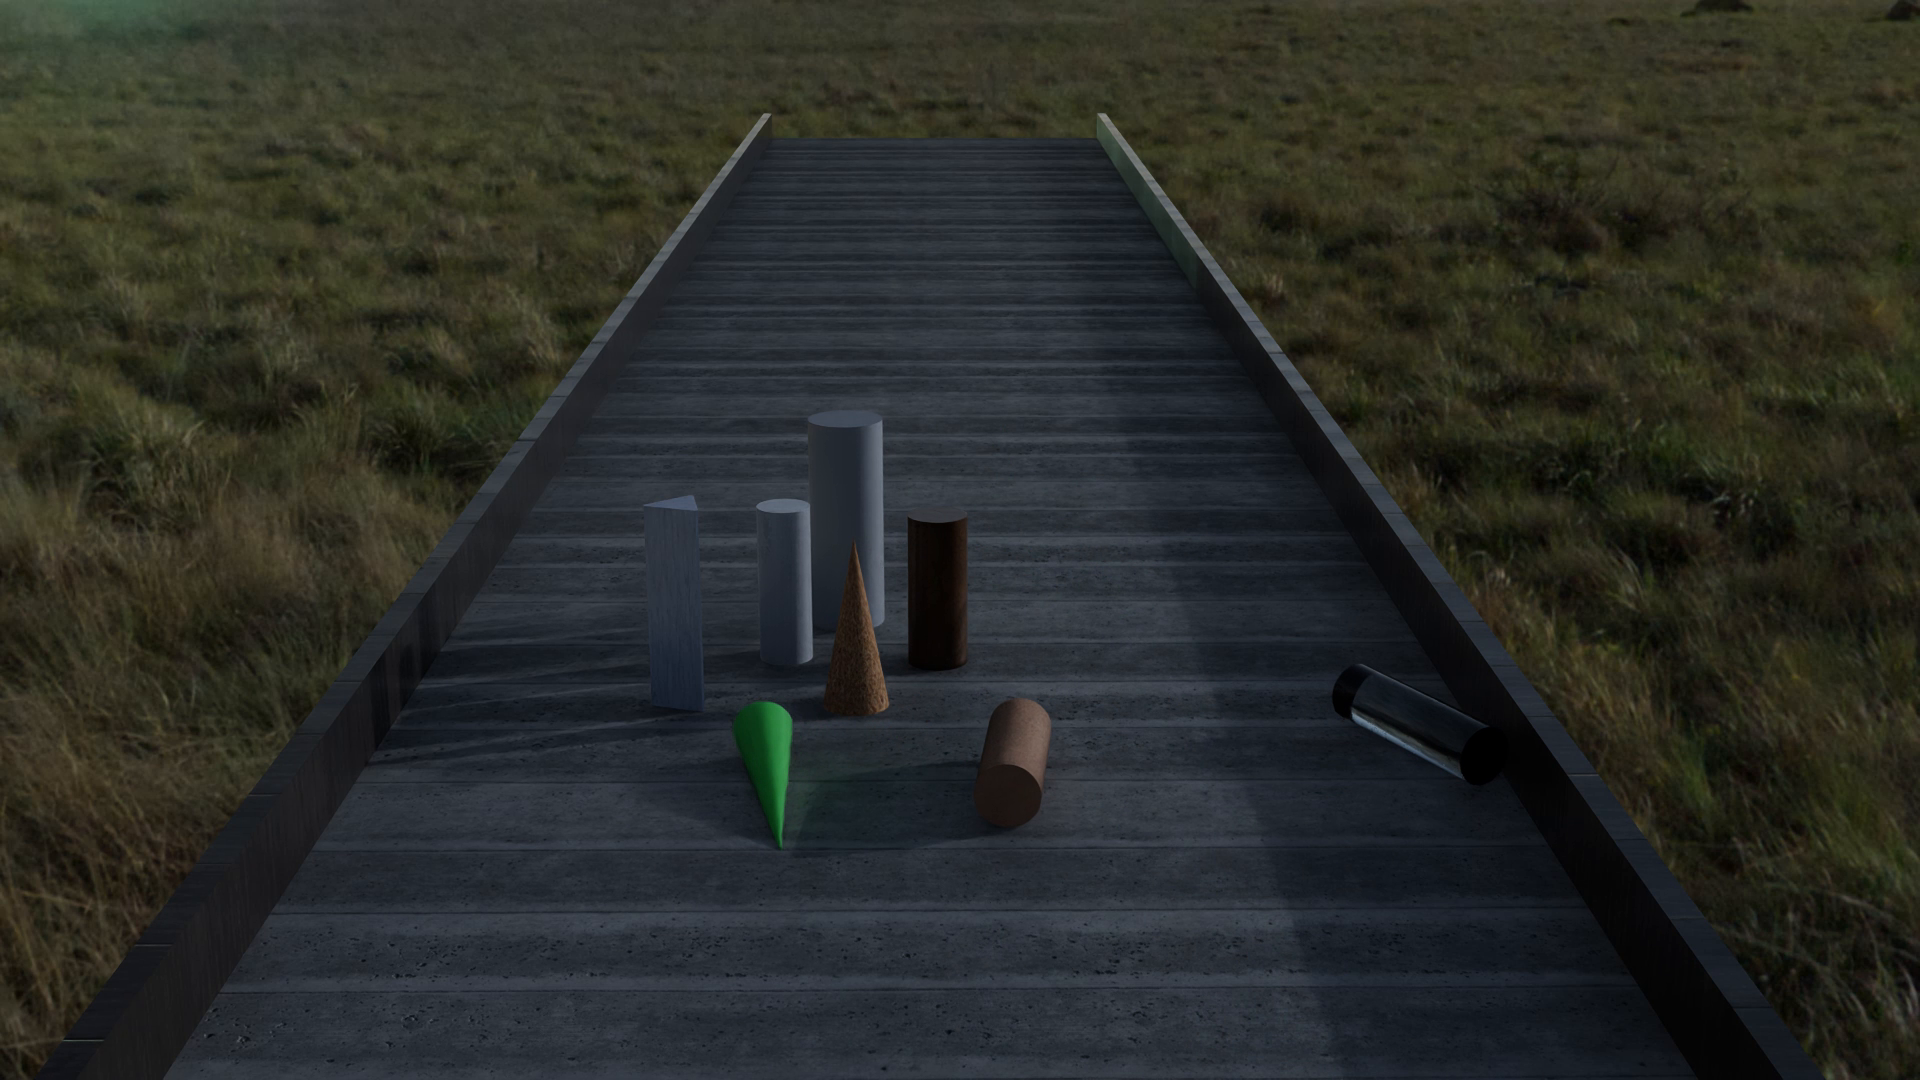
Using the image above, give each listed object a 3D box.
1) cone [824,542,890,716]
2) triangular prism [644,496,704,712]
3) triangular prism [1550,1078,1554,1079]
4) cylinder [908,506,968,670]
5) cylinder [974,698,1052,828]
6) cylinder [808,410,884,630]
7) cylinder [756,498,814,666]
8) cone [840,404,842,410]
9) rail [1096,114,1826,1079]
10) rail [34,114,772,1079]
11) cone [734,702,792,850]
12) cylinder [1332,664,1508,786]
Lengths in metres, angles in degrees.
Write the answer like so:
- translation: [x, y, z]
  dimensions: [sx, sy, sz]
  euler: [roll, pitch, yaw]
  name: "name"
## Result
- translation: [-0.197, 0.153, 4.131]
  dimensions: [0.126, 0.331, 0.126]
  euler: [0, 17, 0]
  name: "cone"
- translation: [-0.519, 0.117, 4.145]
  dimensions: [0.109, 0.393, 0.094]
  euler: [6, 17, 18]
  name: "triangular prism"
- translation: [0.618, 0.748, 2.468]
  dimensions: [0.152, 0.131, 0.379]
  euler: [8, 18, 26]
  name: "triangular prism"
- translation: [-0.045, 0.096, 4.370]
  dimensions: [0.119, 0.305, 0.119]
  euler: [0, 17, 0]
  name: "cylinder"
- translation: [0.093, 0.377, 3.762]
  dimensions: [0.112, 0.112, 0.308]
  euler: [2, 17, 5]
  name: "cylinder"
- translation: [-0.237, -0.041, 4.599]
  dimensions: [0.154, 0.437, 0.154]
  euler: [0, 17, 0]
  name: "cylinder"
- translation: [-0.349, 0.084, 4.391]
  dimensions: [0.107, 0.316, 0.107]
  euler: [0, 17, 0]
  name: "cylinder"
- translation: [-0.253, -0.084, 4.743]
  dimensions: [0.147, 0.436, 0.147]
  euler: [0, 17, 0]
  name: "cone"
- translation: [0.932, -0.844, 7.801]
  dimensions: [0.050, 0.150, 12.000]
  euler: [0, 17, -1]
  name: "rail"
- translation: [-1.118, -0.838, 7.780]
  dimensions: [0.050, 0.150, 12.000]
  euler: [0, 17, -1]
  name: "rail"
- translation: [-0.319, 0.418, 3.727]
  dimensions: [0.106, 0.106, 0.418]
  euler: [-2, 24, -8]
  name: "cone"
- translation: [0.820, 0.327, 3.940]
  dimensions: [0.107, 0.107, 0.360]
  euler: [-9, 19, -27]
  name: "cylinder"
